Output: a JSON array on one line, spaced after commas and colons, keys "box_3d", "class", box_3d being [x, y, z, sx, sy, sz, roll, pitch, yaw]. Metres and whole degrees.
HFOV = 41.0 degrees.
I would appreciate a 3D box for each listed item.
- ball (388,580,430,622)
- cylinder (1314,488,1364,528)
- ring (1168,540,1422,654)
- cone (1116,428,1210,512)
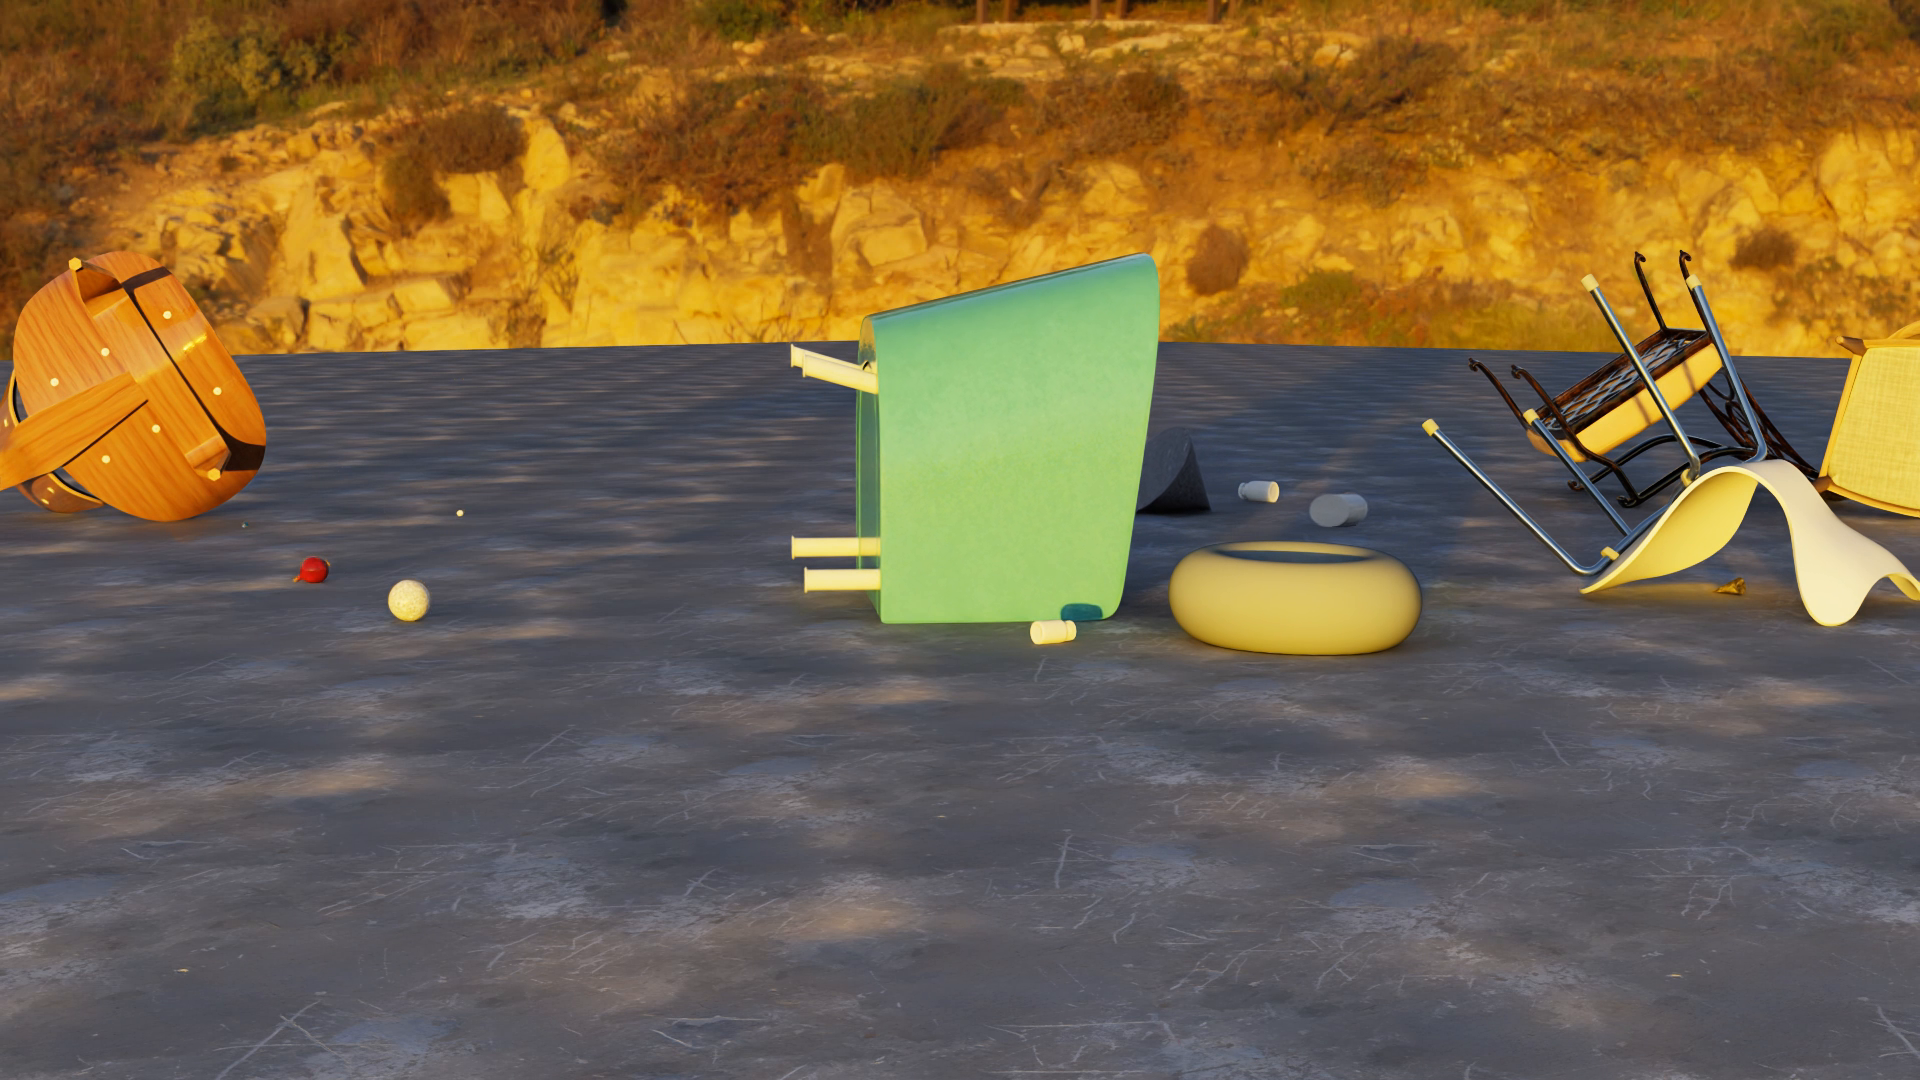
[{"box_3d": [-1.052, 0.115, 4.903, 0.080, 0.080, 0.080, 0, 6, 0], "class": "ball"}, {"box_3d": [0.998, -0.080, 6.765, 0.078, 0.086, 0.133, -30, 3, -23], "class": "cylinder"}, {"box_3d": [0.601, 0.102, 4.625, 0.405, 0.165, 0.484, -8, 10, -44], "class": "ring"}, {"box_3d": [0.624, -0.142, 7.208, 0.219, 0.273, 0.314, 33, -32, -22], "class": "cone"}]
